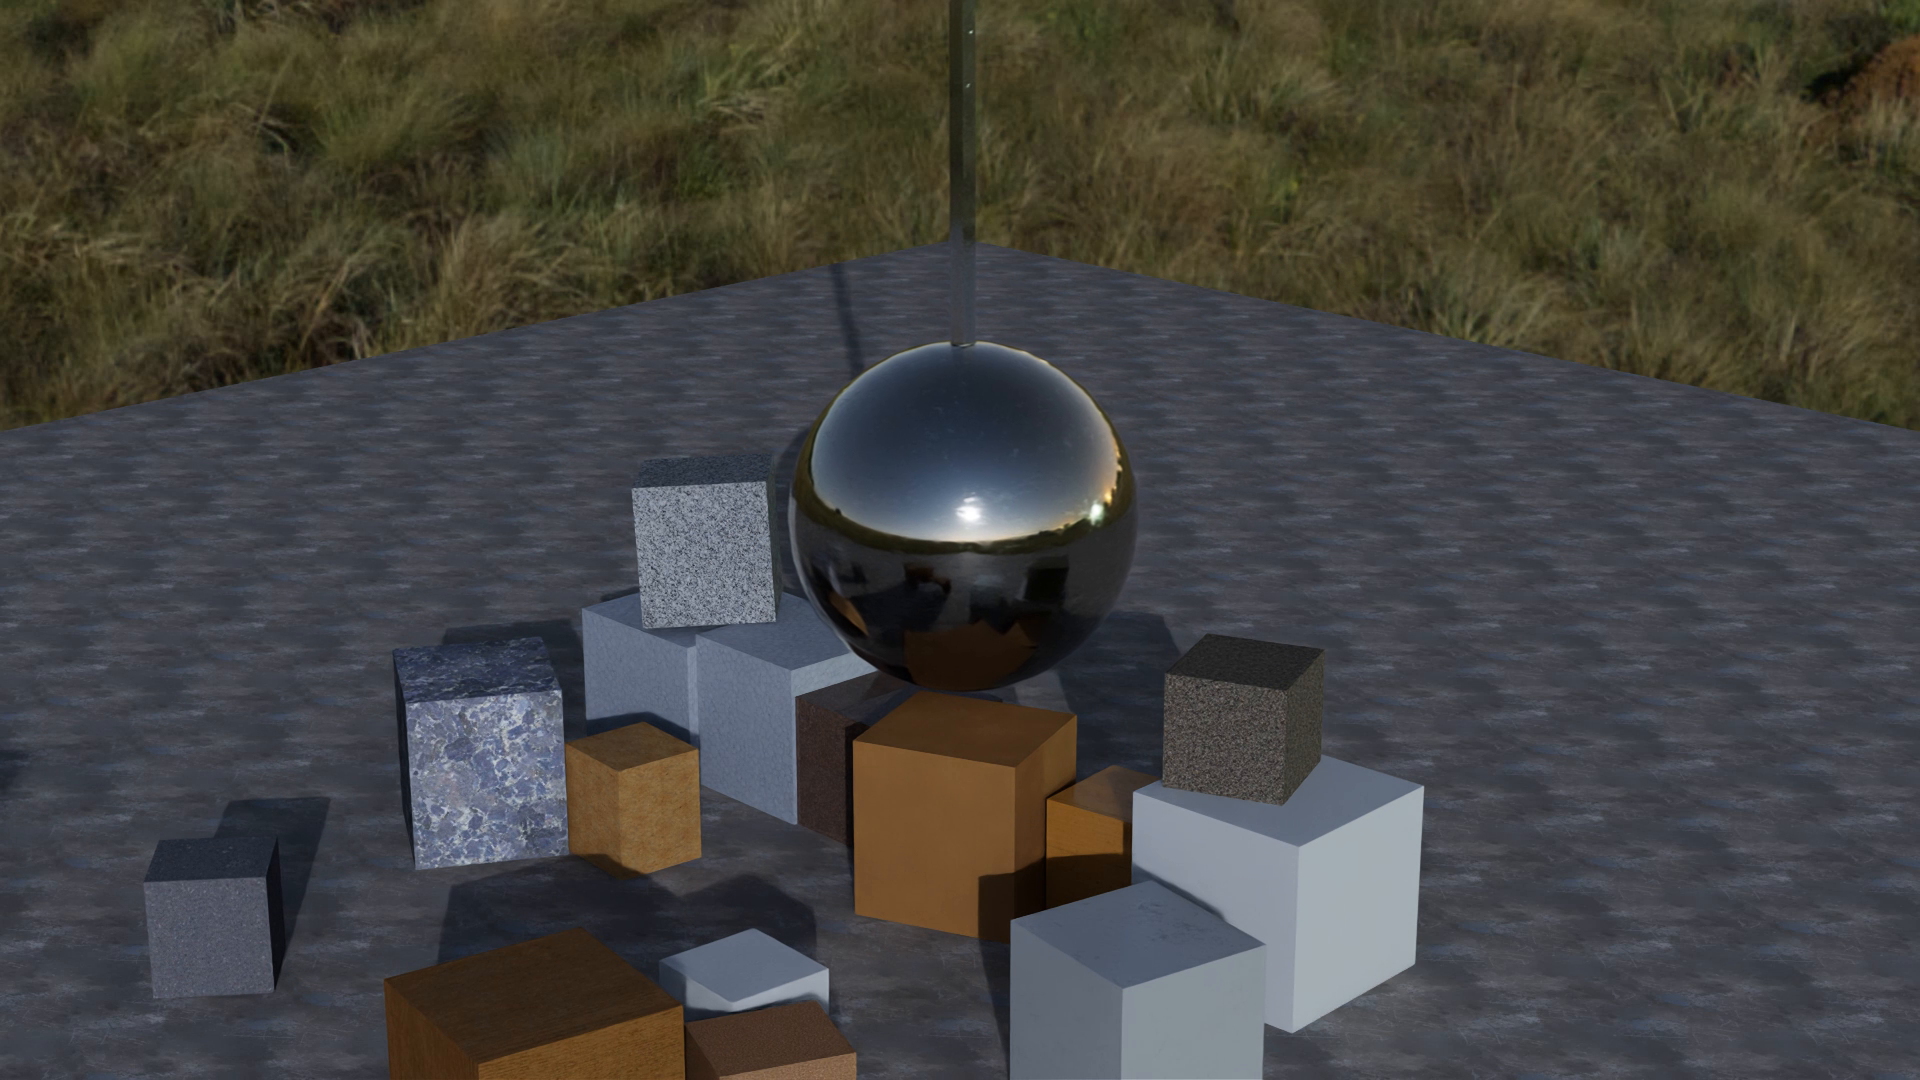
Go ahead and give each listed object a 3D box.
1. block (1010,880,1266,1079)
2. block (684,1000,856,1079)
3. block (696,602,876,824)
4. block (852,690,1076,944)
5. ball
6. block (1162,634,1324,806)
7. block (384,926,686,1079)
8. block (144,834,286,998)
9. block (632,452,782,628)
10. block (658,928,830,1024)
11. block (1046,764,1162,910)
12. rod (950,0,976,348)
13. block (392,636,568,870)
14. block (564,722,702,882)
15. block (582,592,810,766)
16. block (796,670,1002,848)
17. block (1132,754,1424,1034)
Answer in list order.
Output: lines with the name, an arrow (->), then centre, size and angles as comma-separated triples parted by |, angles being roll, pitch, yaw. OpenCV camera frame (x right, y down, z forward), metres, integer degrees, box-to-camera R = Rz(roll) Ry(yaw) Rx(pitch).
block -> 0.680, 1.837, 11.328 | 0.681, 0.703, 0.721 | -11, 21, -32
block -> -0.704, 2.077, 10.889 | 0.520, 0.507, 0.455 | -7, 19, -21
block -> -0.769, 0.833, 14.387 | 0.747, 0.783, 0.715 | -16, 23, -41
block -> 0.027, 1.222, 13.074 | 0.771, 0.828, 0.697 | 8, 19, 23
ball -> 0.015, -0.110, 13.323 | 1.600, 1.600, 1.600 | 0, 17, 0
block -> 1.199, 0.750, 12.369 | 0.526, 0.507, 0.548 | 7, 19, 22
block -> -1.535, 2.003, 10.634 | 0.795, 0.802, 0.792 | -11, 21, -32
block -> -3.146, 1.590, 12.407 | 0.496, 0.528, 0.442 | -2, 18, -6
block -> -1.252, -0.003, 14.639 | 0.654, 0.710, 0.634 | -3, 14, 0
block -> -0.838, 1.895, 11.436 | 0.460, 0.527, 0.485 | -14, 22, -38
block -> 0.773, 1.401, 12.930 | 0.602, 0.574, 0.508 | 13, 22, 36
rod -> 0.007, -3.351, 12.295 | 0.080, 5.200, 0.080 | 17, 24, 42
block -> -2.263, 0.993, 13.821 | 0.707, 0.817, 0.763 | -5, 18, -14
block -> -1.516, 1.207, 13.606 | 0.437, 0.539, 0.455 | -14, 22, -37
block -> -1.295, 0.687, 14.949 | 0.904, 0.725, 0.842 | -16, 24, -42
block -> -0.288, 1.053, 13.914 | 0.691, 0.648, 0.693 | -16, 23, -41
block -> 1.336, 1.434, 12.408 | 0.859, 0.823, 0.876 | 15, 23, 40
